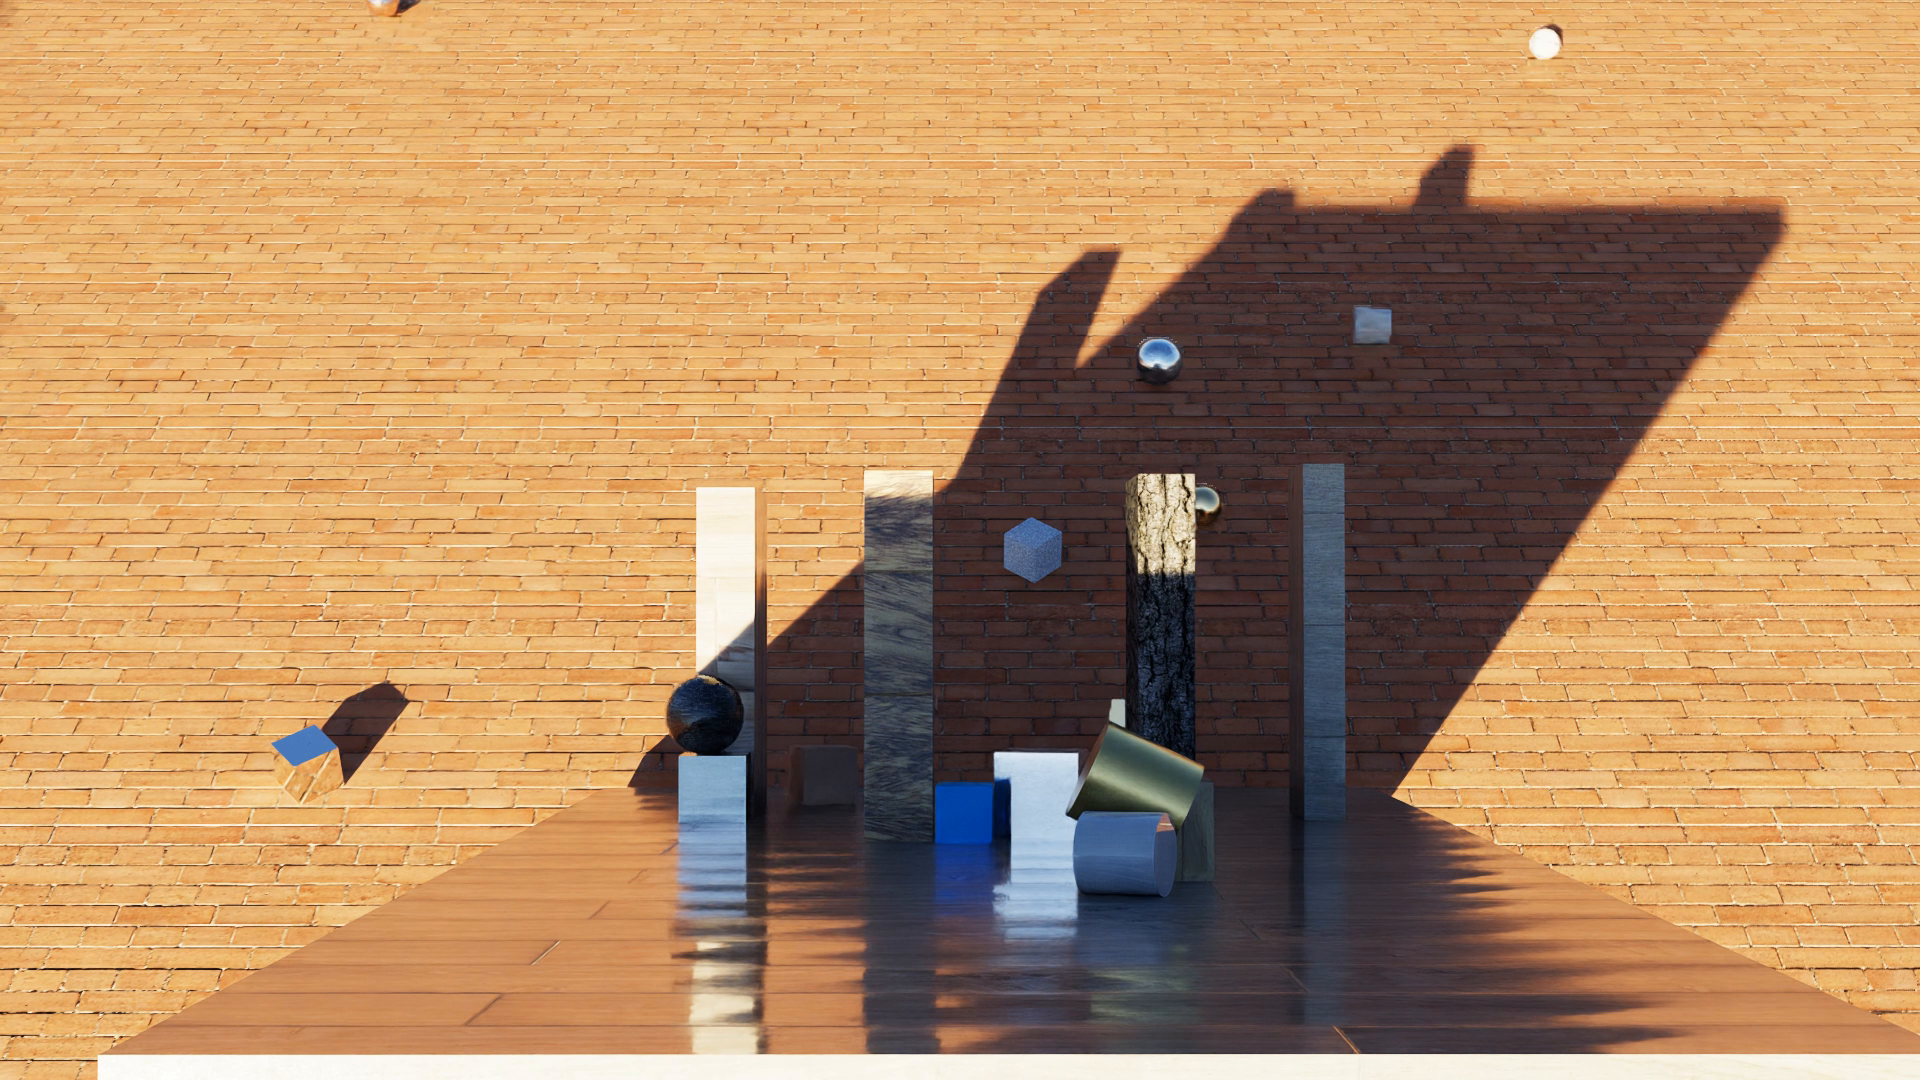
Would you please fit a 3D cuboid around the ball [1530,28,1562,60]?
[{"bbox_3d":[2.458,-2.084,10.901,0.130,0.130,0.130,0,34,0],"label":"ball"}]

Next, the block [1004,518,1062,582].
[{"bbox_3d":[0.217,0.030,7.744,0.122,0.122,0.122,27,42,34],"label":"block"}]

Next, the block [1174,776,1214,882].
[{"bbox_3d":[0.356,0.509,4.592,0.171,0.171,0.171,0,-1,0],"label":"block"}]

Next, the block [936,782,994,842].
[{"bbox_3d":[0.010,0.555,5.295,0.113,0.113,0.113,0,-1,2],"label":"block"}]

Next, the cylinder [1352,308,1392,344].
[{"bbox_3d":[1.411,-0.734,8.887,0.118,0.118,0.118,5,34,3],"label":"cylinder"}]

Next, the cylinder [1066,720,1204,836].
[{"bbox_3d":[0.297,0.426,4.420,0.178,0.178,0.178,25,37,1],"label":"cylinder"}]

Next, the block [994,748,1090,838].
[{"bbox_3d":[0.172,0.527,5.424,0.174,0.174,0.174,0,-1,11],"label":"block"}]

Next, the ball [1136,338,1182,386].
[{"bbox_3d":[0.662,-0.594,8.647,0.156,0.156,0.156,0,34,0],"label":"ball"}]

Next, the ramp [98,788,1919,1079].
[{"bbox_3d":[0.075,0.649,4.782,2.000,0.100,4.000,0,-1,0],"label":"ramp"}]

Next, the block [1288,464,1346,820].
[{"bbox_3d":[0.811,0.229,5.904,0.092,0.793,0.258,0,-1,0],"label":"block"}]

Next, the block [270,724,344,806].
[{"bbox_3d":[-1.732,0.596,6.888,0.129,0.129,0.129,-25,41,-32],"label":"block"}]

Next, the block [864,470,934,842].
[{"bbox_3d":[-0.125,0.239,5.422,0.139,0.751,0.325,0,-1,0],"label":"block"}]

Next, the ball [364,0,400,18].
[{"bbox_3d":[-2.511,-2.342,11.274,0.145,0.145,0.145,0,34,0],"label":"ball"}]

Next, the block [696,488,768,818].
[{"bbox_3d":[-0.528,0.257,6.030,0.130,0.743,0.382,0,-1,0],"label":"block"}]

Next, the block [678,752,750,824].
[{"bbox_3d":[-0.544,0.548,5.758,0.147,0.147,0.147,0,-1,-1],"label":"block"}]

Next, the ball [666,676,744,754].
[{"bbox_3d":[-0.564,0.387,5.749,0.175,0.175,0.175,0,34,0],"label":"ball"}]

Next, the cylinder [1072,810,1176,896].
[{"bbox_3d":[0.273,0.519,4.293,0.138,0.138,0.138,-1,32,21],"label":"cylinder"}]

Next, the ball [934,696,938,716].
[{"bbox_3d":[-0.127,0.454,7.099,0.132,0.132,0.132,0,34,0],"label":"ball"}]

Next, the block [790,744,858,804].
[{"bbox_3d":[-0.330,0.567,6.279,0.134,0.134,0.134,0,-1,-18],"label":"block"}]

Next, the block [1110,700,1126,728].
[{"bbox_3d":[0.463,0.496,7.011,0.113,0.113,0.113,4,-9,7],"label":"block"}]

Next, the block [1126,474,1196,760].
[{"bbox_3d":[0.373,0.243,4.857,0.102,0.716,0.347,0,-1,0],"label":"block"}]

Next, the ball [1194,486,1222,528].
[{"bbox_3d":[0.741,-0.103,7.938,0.126,0.126,0.126,0,34,0],"label":"ball"}]
